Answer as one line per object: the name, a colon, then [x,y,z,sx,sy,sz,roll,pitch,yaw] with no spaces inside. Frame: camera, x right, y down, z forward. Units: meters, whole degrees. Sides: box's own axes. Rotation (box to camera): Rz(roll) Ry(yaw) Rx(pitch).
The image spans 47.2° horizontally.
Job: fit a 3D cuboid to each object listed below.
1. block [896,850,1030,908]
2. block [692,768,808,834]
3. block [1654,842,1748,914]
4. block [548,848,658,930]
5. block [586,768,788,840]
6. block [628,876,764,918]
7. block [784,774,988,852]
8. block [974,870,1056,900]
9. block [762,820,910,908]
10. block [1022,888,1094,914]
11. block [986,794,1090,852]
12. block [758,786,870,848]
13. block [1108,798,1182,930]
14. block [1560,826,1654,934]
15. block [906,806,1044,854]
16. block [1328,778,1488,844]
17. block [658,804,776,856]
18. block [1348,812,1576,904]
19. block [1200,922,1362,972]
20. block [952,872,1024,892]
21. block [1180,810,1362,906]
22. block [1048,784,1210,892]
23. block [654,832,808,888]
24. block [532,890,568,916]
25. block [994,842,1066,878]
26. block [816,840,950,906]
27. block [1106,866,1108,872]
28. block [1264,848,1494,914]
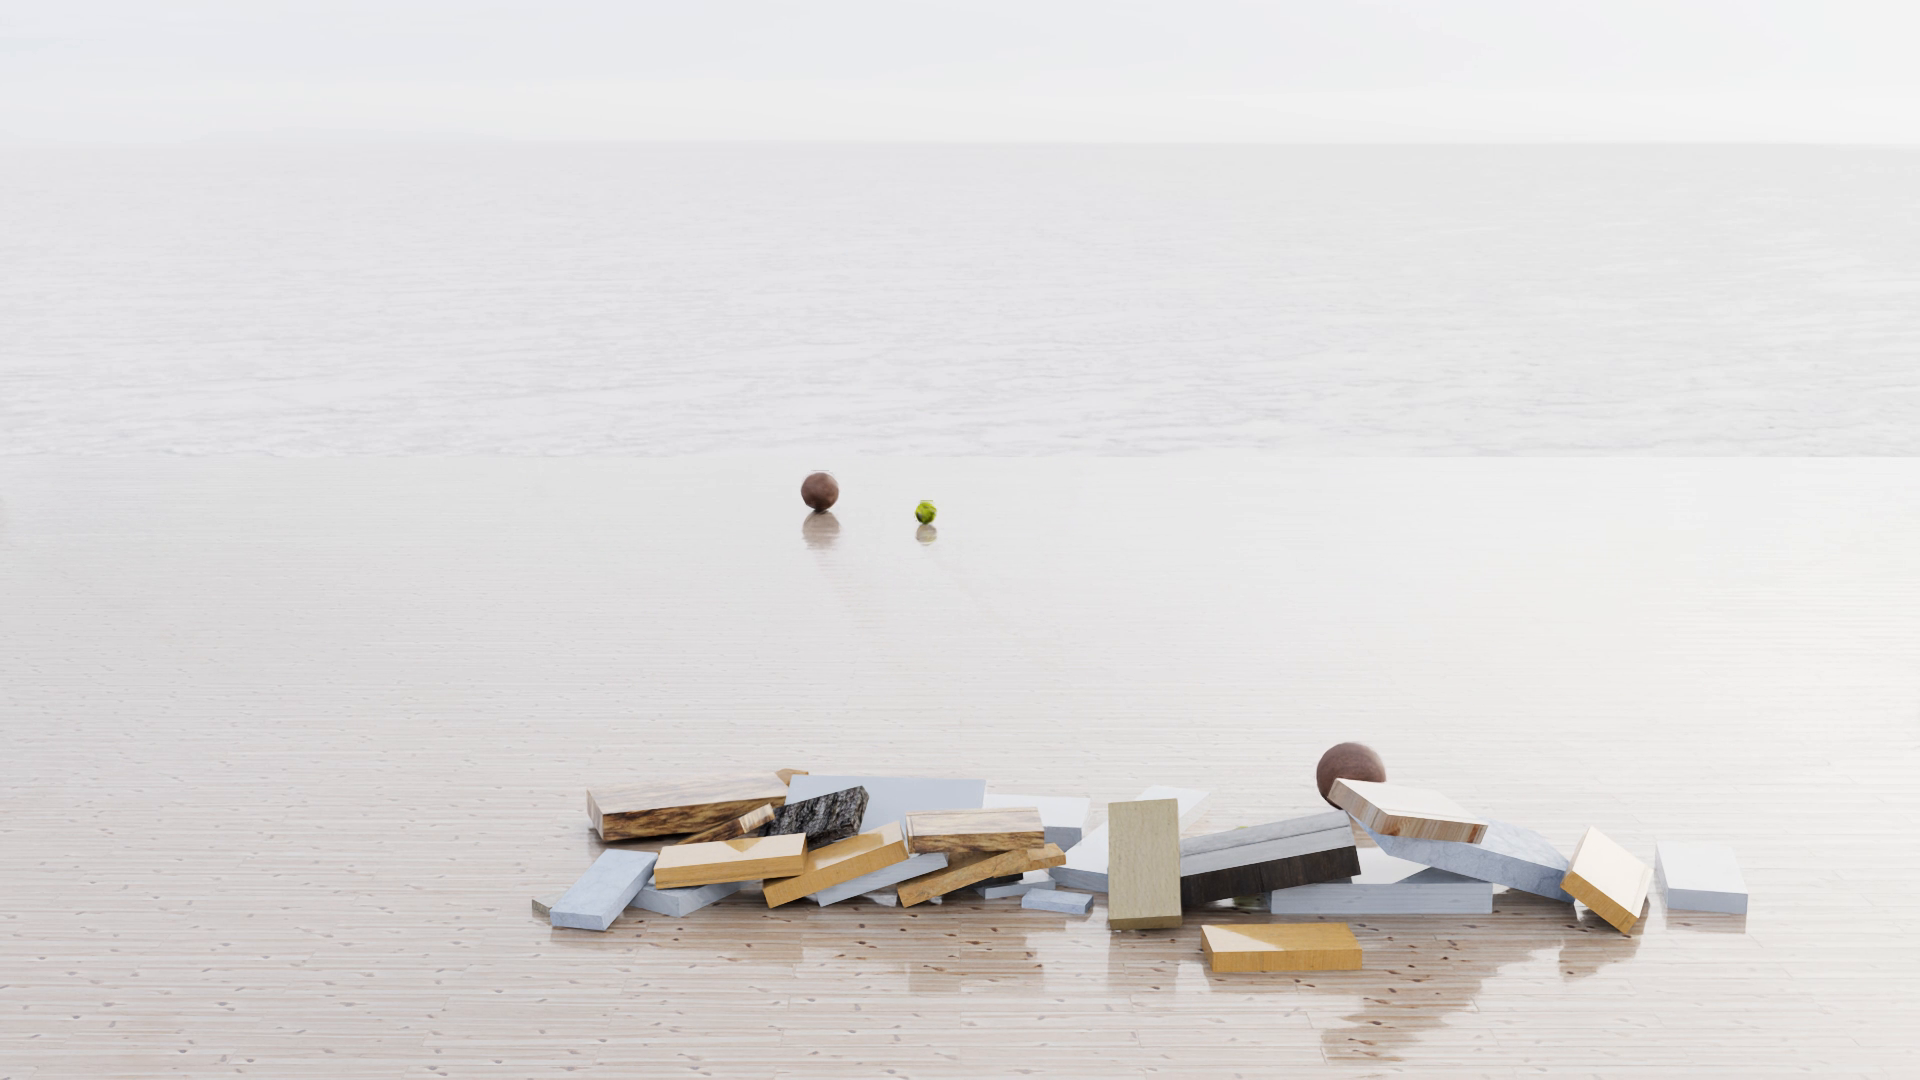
block: [0.002,0.537,3.649,0.221,0.031,0.110,-20,15,0]
block: [-0.404,0.492,4.156,0.055,0.016,0.386,5,12,25]
block: [1.245,0.566,3.701,0.124,0.035,0.248,2,11,13]
block: [-0.577,0.568,3.581,0.096,0.027,0.193,1,24,22]
block: [-0.494,0.483,4.026,0.350,0.050,0.175,-4,11,-19]
block: [-0.439,0.569,3.686,0.121,0.034,0.241,7,12,32]
block: [-0.135,0.493,3.866,0.350,0.050,0.175,1,34,7]
block: [0.090,0.577,3.691,0.126,0.018,0.063,-4,11,-21]
block: [-0.206,0.536,3.643,0.241,0.034,0.121,-19,9,-2]
block: [0.160,0.593,3.611,0.107,0.015,0.054,4,11,18]
block: [-0.001,0.507,3.979,0.458,0.050,0.175,1,11,8]
block: [-0.254,0.484,3.769,0.193,0.027,0.096,-17,30,22]
block: [0.299,0.523,3.556,0.114,0.032,0.228,-5,46,9]
block: [1.061,0.554,3.603,0.124,0.035,0.248,36,21,13]
block: [0.023,0.477,3.620,0.221,0.031,0.110,-2,14,-4]
block: [0.722,0.437,3.539,0.248,0.035,0.124,11,16,-38]
block: [-0.422,0.510,3.801,0.193,0.027,0.096,-24,-3,29]
block: [0.835,0.501,3.644,0.358,0.051,0.179,16,13,-18]
block: [0.493,0.626,3.385,0.228,0.032,0.114,-1,11,-3]
block: [0.037,0.560,3.678,0.126,0.018,0.063,-8,13,-12]
block: [0.471,0.529,3.624,0.358,0.051,0.179,-12,10,8]
block: [0.310,0.527,3.921,0.114,0.032,0.514,5,12,25]
block: [-0.377,0.530,3.639,0.241,0.034,0.121,-6,9,1]
block: [-0.641,0.592,3.615,0.111,0.016,0.055,-9,14,-39]
block: [0.108,0.535,3.678,0.126,0.018,0.063,-8,13,-13]
block: [-0.128,0.543,3.649,0.221,0.031,0.110,-18,9,5]
block: [0.274,0.558,3.689,0.015,0.054,0.107,-1,9,25]
block: [0.686,0.566,3.659,0.358,0.051,0.179,0,11,0]
